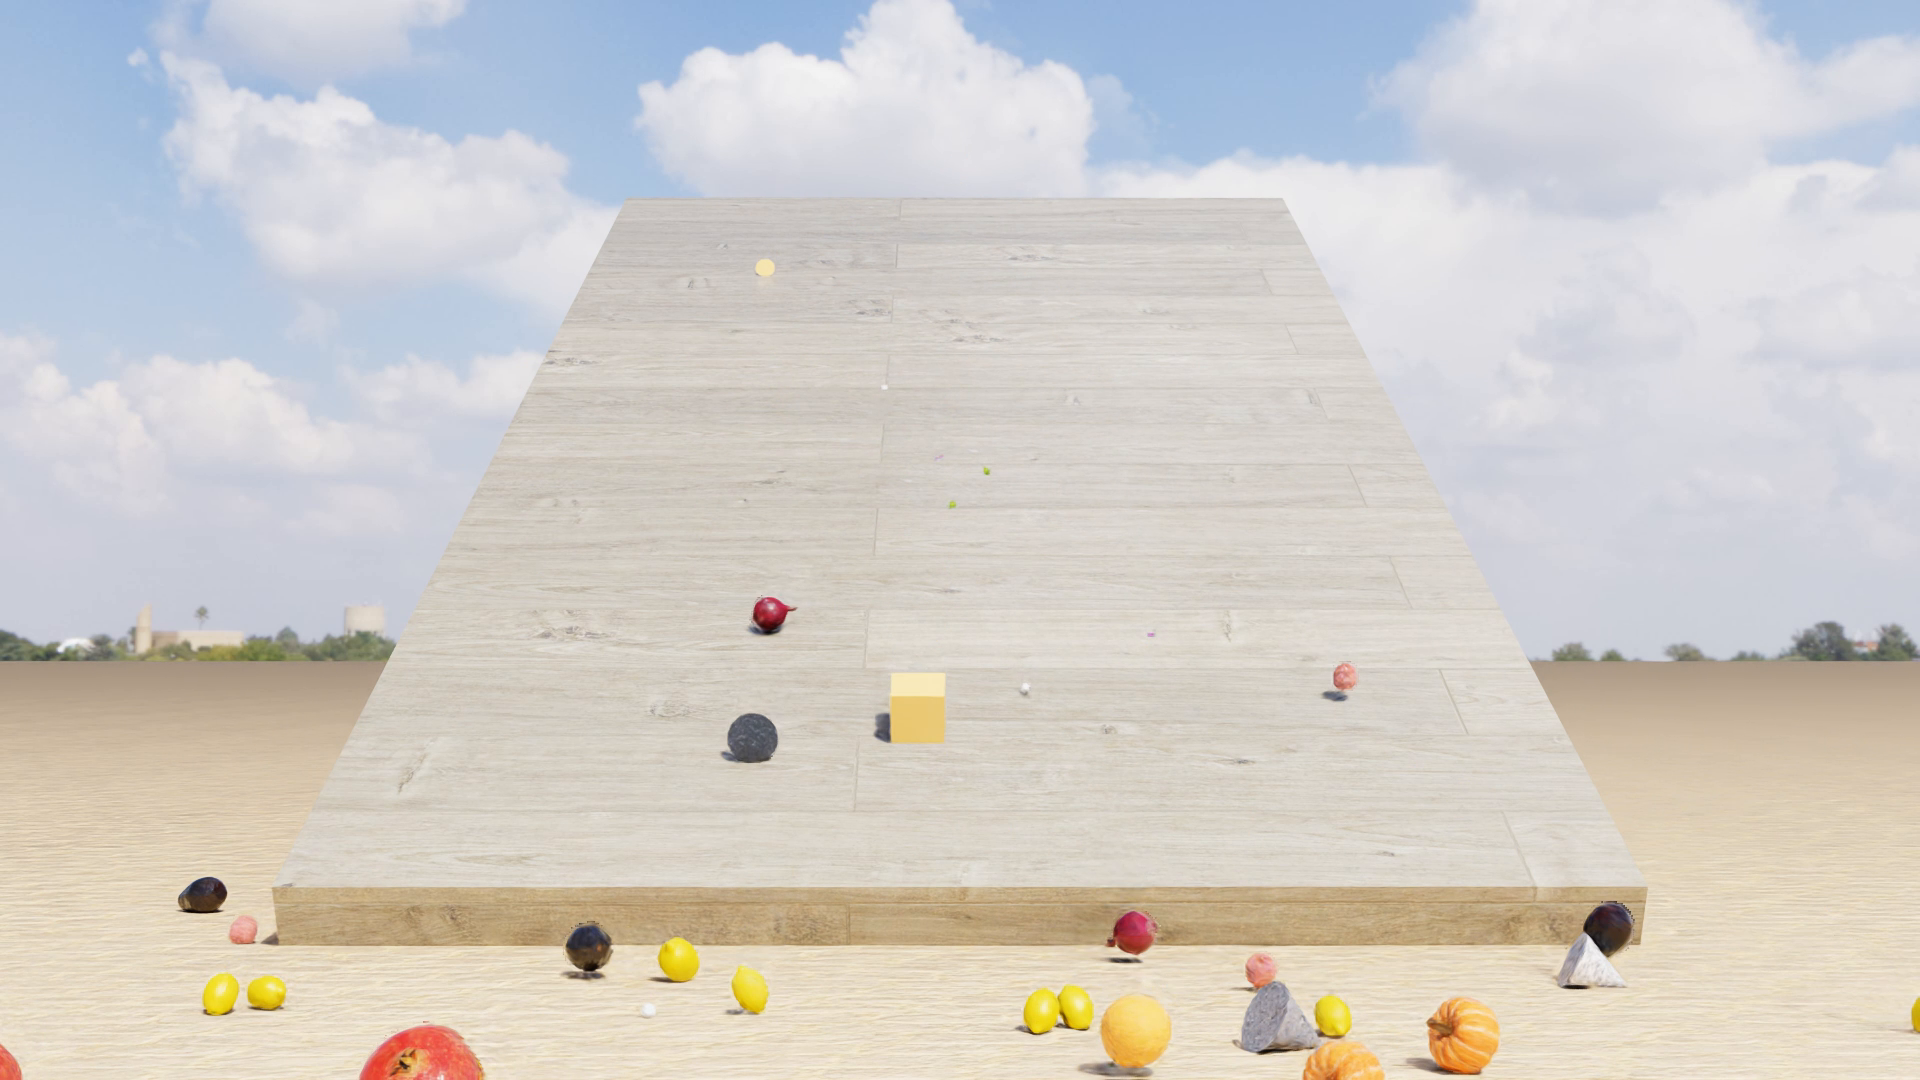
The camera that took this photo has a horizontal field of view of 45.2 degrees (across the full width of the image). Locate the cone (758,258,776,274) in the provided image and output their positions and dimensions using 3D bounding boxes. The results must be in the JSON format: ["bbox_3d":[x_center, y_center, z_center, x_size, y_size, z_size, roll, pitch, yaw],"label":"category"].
[{"bbox_3d":[-0.528,-0.733,6.268,0.050,0.050,0.050,1,-28,-17],"label":"cone"}]

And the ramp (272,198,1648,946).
[{"bbox_3d":[-0.007,-0.225,5.217,2.000,0.100,4.000,0,23,0],"label":"ramp"}]

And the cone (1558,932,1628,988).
[{"bbox_3d":[0.824,0.558,2.971,0.078,0.078,0.078,26,-1,5],"label":"cone"}]

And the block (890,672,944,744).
[{"bbox_3d":[-0.069,0.276,3.785,0.087,0.087,0.087,0,23,1],"label":"block"}]

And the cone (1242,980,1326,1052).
[{"bbox_3d":[0.363,0.533,2.501,0.083,0.083,0.083,29,-12,-17],"label":"cone"}]
